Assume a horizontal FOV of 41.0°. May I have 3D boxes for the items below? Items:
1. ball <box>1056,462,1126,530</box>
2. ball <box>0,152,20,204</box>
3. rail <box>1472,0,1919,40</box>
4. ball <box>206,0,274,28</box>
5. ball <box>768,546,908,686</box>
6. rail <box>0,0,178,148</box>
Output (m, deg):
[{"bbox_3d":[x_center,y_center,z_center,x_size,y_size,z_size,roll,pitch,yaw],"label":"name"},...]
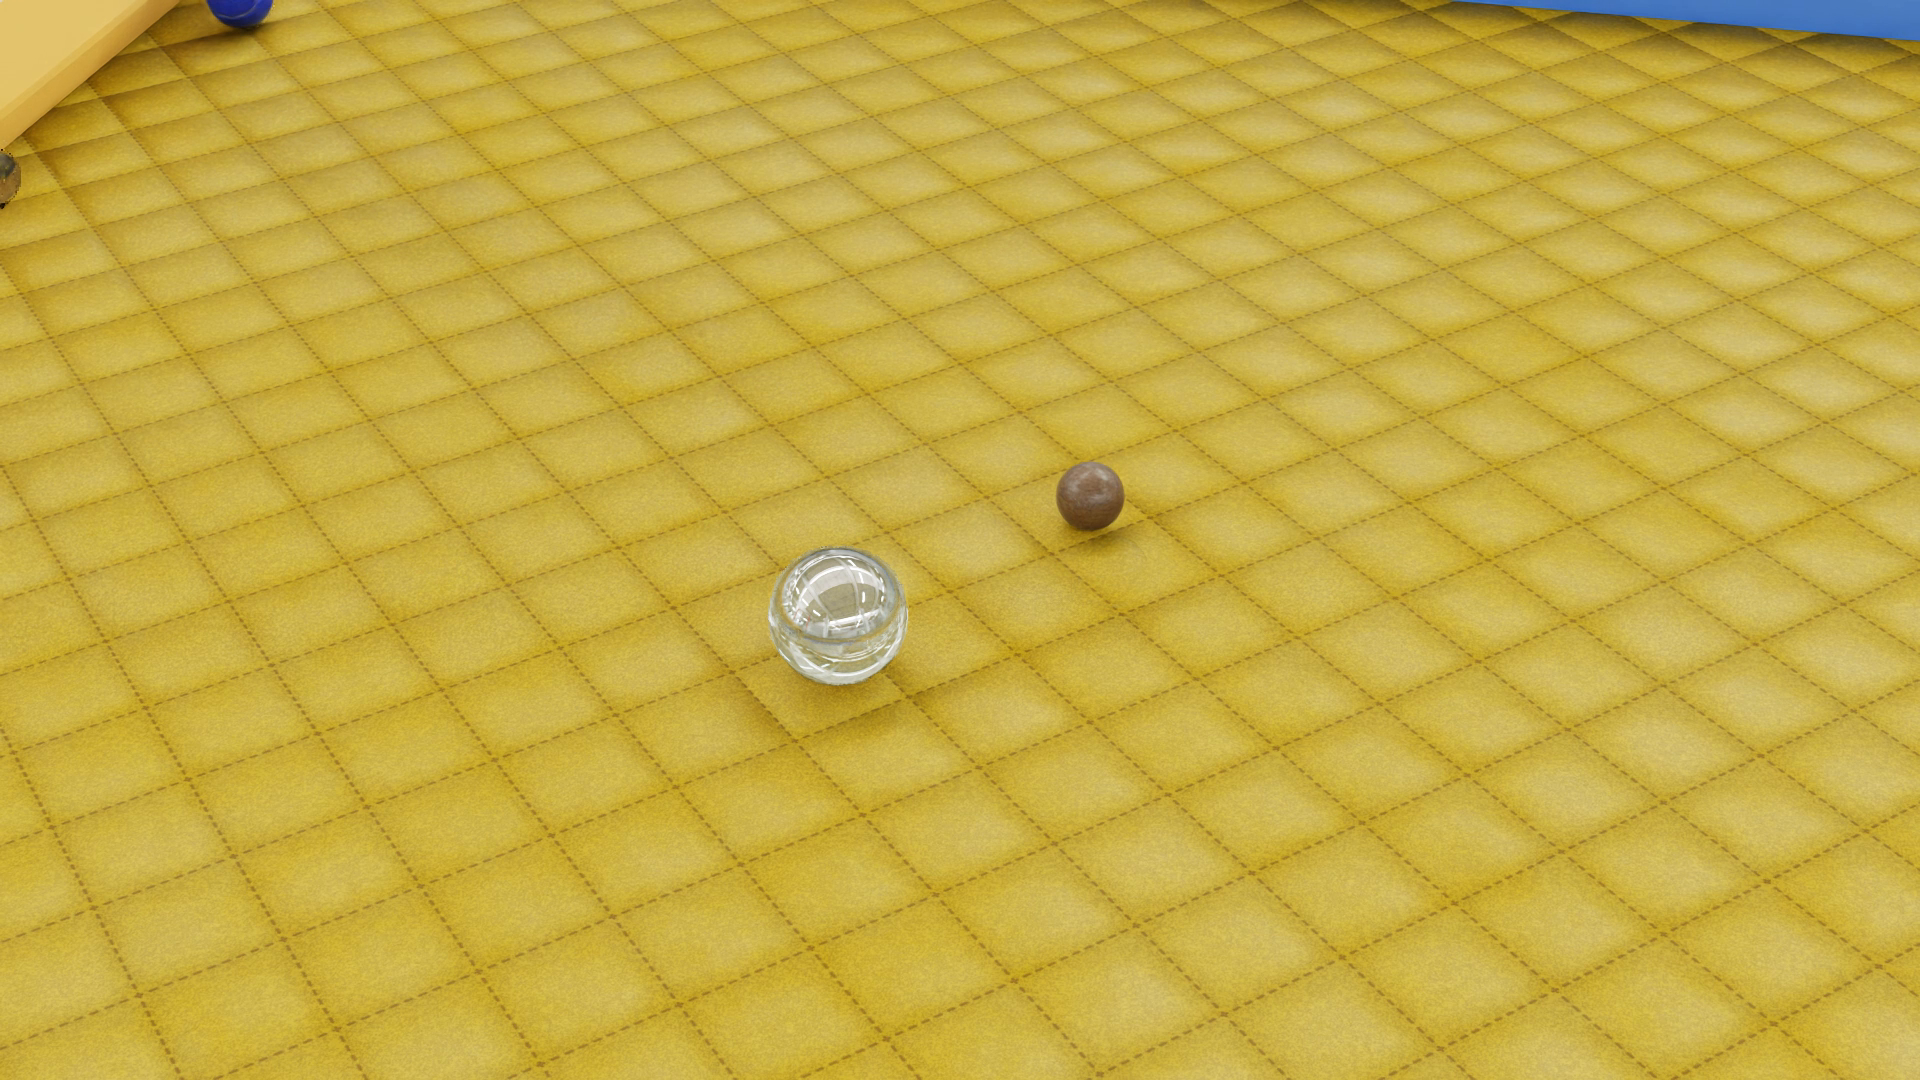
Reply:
[{"bbox_3d":[0.096,-0.032,1.898,0.052,0.052,0.052,0,35,0],"label":"ball"},{"bbox_3d":[-0.880,-0.330,2.328,0.051,0.051,0.051,0,35,0],"label":"ball"},{"bbox_3d":[1.262,-0.518,2.531,4.163,0.126,0.045,7,35,10],"label":"rail"},{"bbox_3d":[-0.744,-0.564,2.650,0.069,0.069,0.069,0,35,0],"label":"ball"},{"bbox_3d":[-0.083,0.051,1.739,0.095,0.095,0.095,0,35,0],"label":"ball"},{"bbox_3d":[-0.992,-0.153,2.005,0.045,0.126,2.288,7,35,10],"label":"rail"}]
